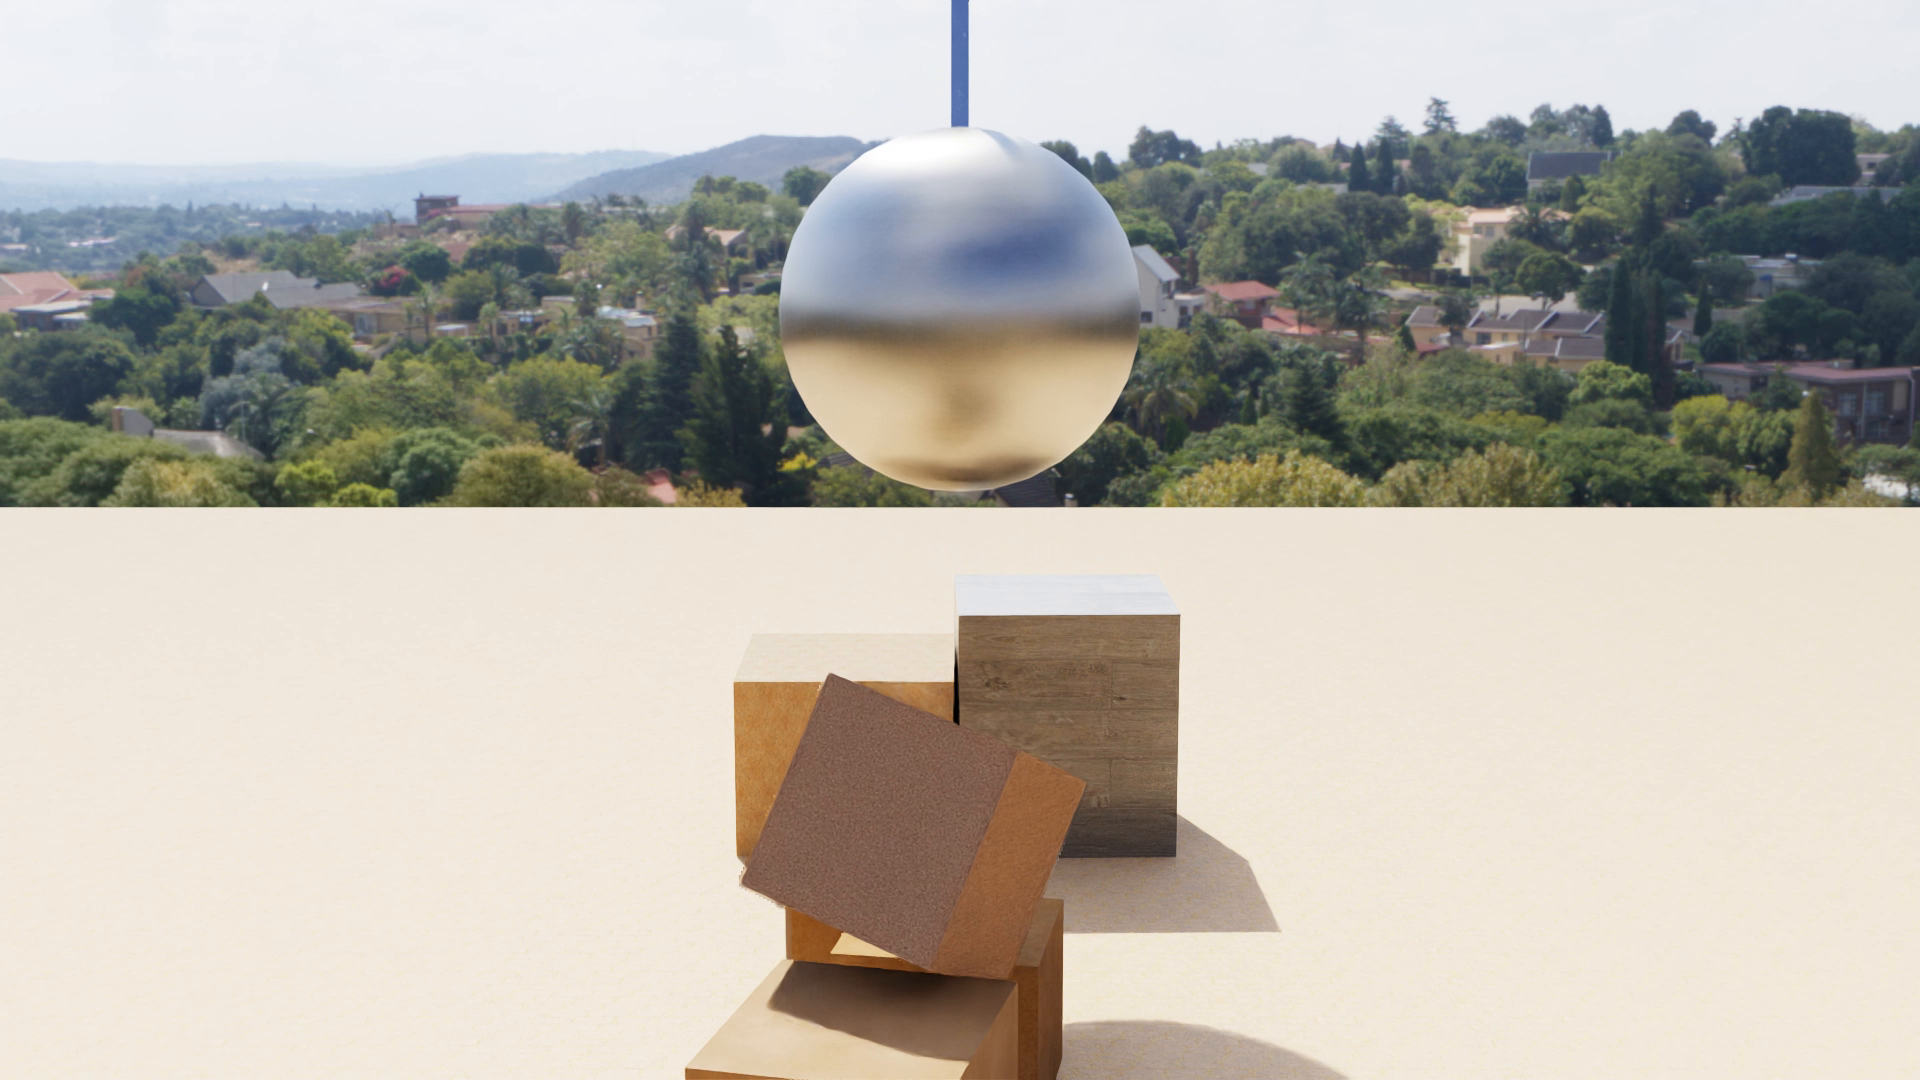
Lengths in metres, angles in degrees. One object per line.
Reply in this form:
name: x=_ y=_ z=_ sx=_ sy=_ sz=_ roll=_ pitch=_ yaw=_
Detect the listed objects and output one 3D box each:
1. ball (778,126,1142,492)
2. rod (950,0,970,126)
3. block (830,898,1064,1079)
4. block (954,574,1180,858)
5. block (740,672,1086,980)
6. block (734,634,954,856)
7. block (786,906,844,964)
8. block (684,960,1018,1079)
ball: x=0.000 y=-1.011 z=9.699 sx=1.600 sy=1.600 sz=1.600 roll=0 pitch=10 yaw=0
rod: x=0.000 y=-4.409 z=9.816 sx=0.080 sy=5.200 sz=0.080 roll=0 pitch=-2 yaw=0
block: x=-0.033 y=1.741 z=8.186 sx=0.750 sy=0.644 sz=0.708 roll=2 pitch=10 yaw=10
block: x=0.521 y=0.879 z=11.284 sx=1.080 sy=1.233 sz=1.009 roll=0 pitch=10 yaw=-1
block: x=-0.135 y=0.983 z=7.411 sx=0.709 sy=0.745 sz=0.825 roll=20 pitch=-6 yaw=22
block: x=-0.572 y=1.036 z=11.374 sx=1.080 sy=0.892 sz=1.075 roll=0 pitch=10 yaw=0
block: x=-0.286 y=1.496 z=9.075 sx=0.845 sy=0.810 sz=0.770 roll=-1 pitch=10 yaw=-7
block: x=-0.311 y=1.893 z=6.882 sx=0.805 sy=0.812 sz=0.899 roll=3 pitch=11 yaw=14
